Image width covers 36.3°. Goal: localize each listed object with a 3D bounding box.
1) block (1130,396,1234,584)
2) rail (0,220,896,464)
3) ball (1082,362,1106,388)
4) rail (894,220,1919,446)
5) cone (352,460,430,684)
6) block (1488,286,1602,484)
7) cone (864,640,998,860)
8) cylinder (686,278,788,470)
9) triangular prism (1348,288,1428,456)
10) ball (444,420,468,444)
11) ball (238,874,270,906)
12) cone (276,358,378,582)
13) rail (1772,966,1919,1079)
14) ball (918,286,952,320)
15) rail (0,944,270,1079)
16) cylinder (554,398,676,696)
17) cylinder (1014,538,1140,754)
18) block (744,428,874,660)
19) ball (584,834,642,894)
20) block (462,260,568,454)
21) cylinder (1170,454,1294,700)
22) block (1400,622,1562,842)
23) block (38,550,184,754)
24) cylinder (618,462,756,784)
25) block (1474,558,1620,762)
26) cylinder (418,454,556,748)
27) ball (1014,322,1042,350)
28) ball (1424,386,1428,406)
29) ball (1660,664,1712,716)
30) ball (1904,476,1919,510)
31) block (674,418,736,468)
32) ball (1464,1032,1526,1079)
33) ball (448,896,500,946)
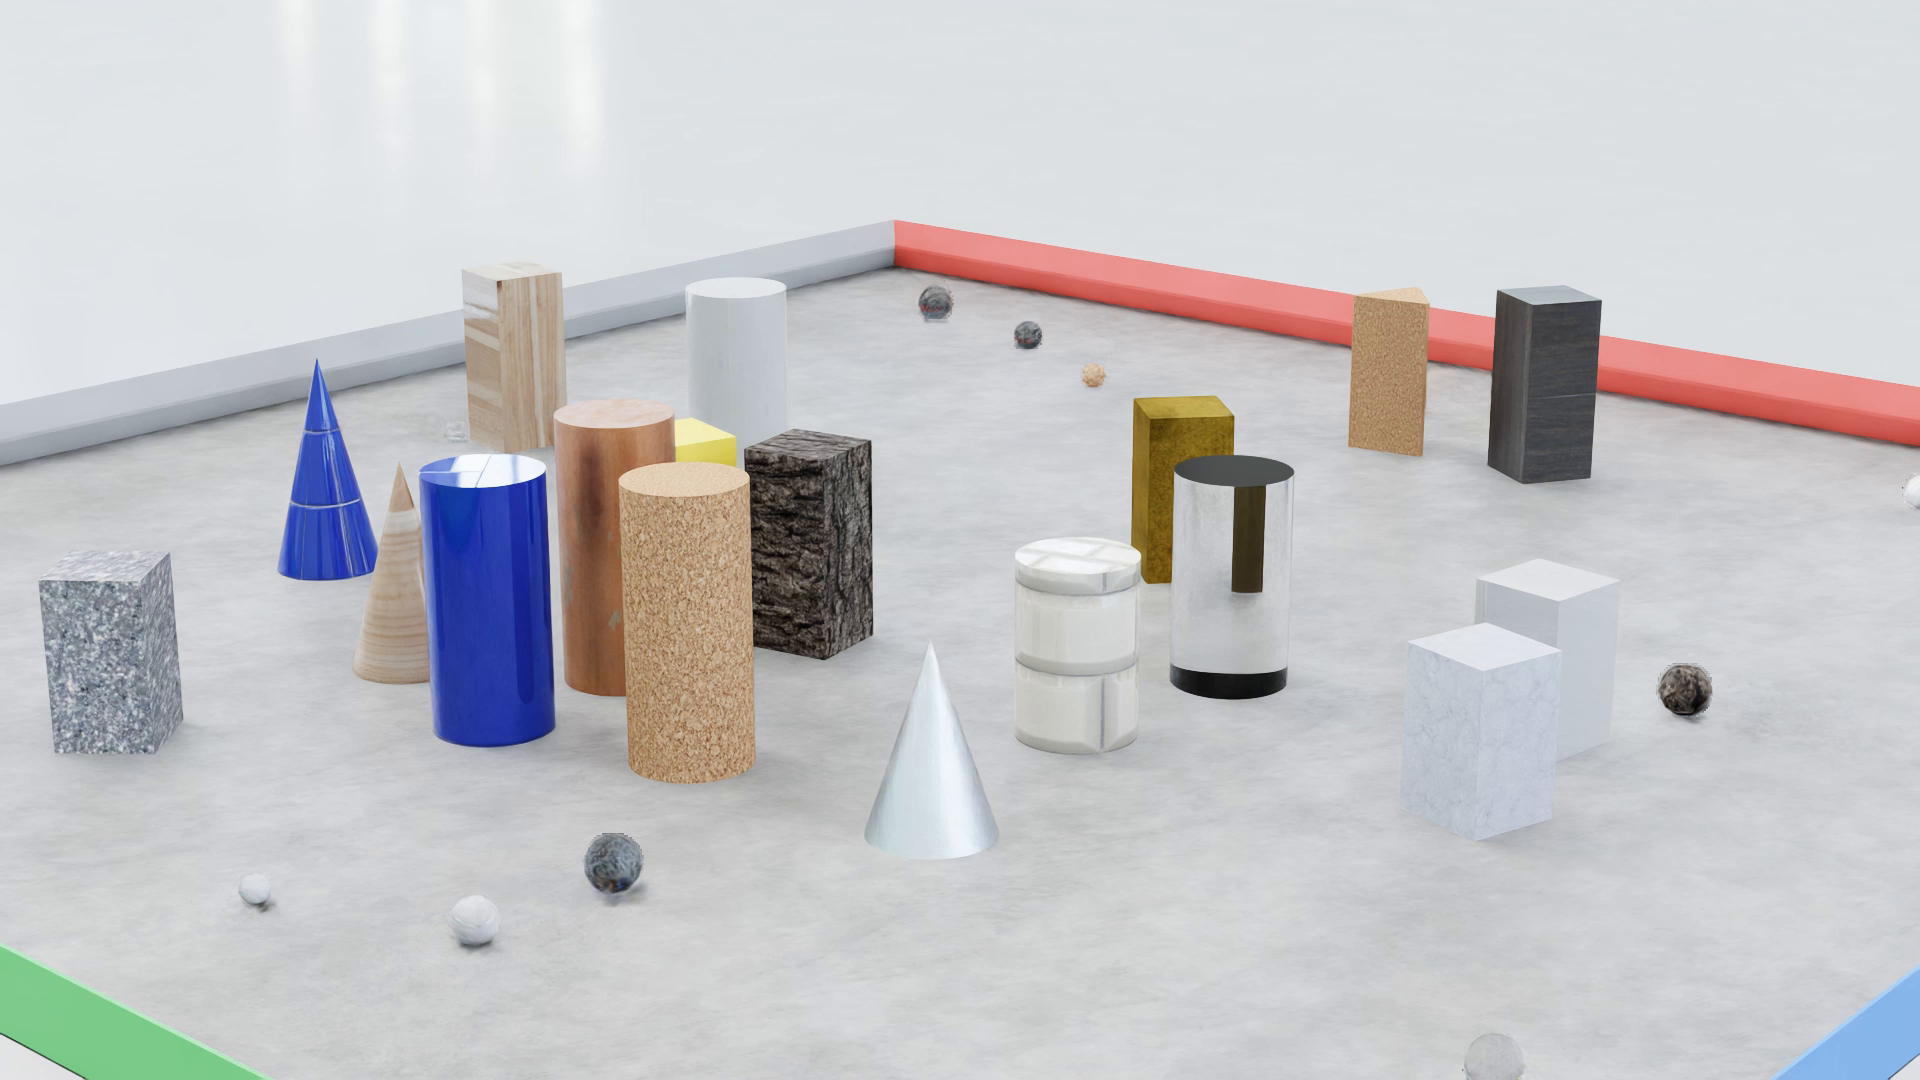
[{"bbox_3d":[0.394,-0.091,5.217,0.151,0.301,0.151,-2,17,-7],"label":"block"},{"bbox_3d":[-1.503,-0.347,6.370,0.045,0.122,4.099,14,22,39],"label":"rail"},{"bbox_3d":[0.299,-0.369,6.563,0.055,0.055,0.055,0,17,0],"label":"ball"},{"bbox_3d":[1.328,-0.412,6.585,4.028,0.122,0.045,14,22,39],"label":"rail"},{"bbox_3d":[-0.893,0.038,4.715,0.188,0.345,0.188,0,17,0],"label":"cone"},{"bbox_3d":[1.163,-0.311,5.839,0.151,0.362,0.151,-5,18,-17],"label":"block"},{"bbox_3d":[-0.040,0.272,4.045,0.188,0.285,0.188,0,17,0],"label":"cone"},{"bbox_3d":[-0.419,-0.261,5.541,0.188,0.440,0.188,0,17,0],"label":"cylinder"},{"bbox_3d":[0.910,-0.353,6.054,0.163,0.319,0.141,10,19,29],"label":"triangular prism"},{"bbox_3d":[-1.046,-0.225,6.092,0.051,0.051,0.051,0,17,0],"label":"ball"},{"bbox_3d":[-0.926,0.459,3.849,0.041,0.041,0.041,0,17,0],"label":"ball"},{"bbox_3d":[-1.135,-0.139,5.228,0.188,0.386,0.188,0,17,0],"label":"cone"},{"bbox_3d":[1.503,0.408,3.872,0.045,0.122,4.099,14,22,39],"label":"rail"},{"bbox_3d":[-0.061,-0.584,7.224,0.084,0.084,0.084,0,17,0],"label":"ball"},{"bbox_3d":[-1.328,0.473,3.657,4.028,0.122,0.045,14,22,39],"label":"rail"},{"bbox_3d":[-0.541,0.011,4.648,0.188,0.436,0.188,0,17,0],"label":"cylinder"},{"bbox_3d":[0.177,0.158,4.425,0.188,0.283,0.188,0,17,0],"label":"cylinder"},{"bbox_3d":[-0.248,0.005,4.836,0.151,0.338,0.151,9,19,29],"label":"block"},{"bbox_3d":[-0.460,0.429,3.883,0.078,0.078,0.078,0,17,0],"label":"ball"},{"bbox_3d":[-0.921,-0.380,6.071,0.151,0.361,0.151,-12,21,-35],"label":"block"},{"bbox_3d":[0.430,0.057,4.647,0.188,0.348,0.188,0,17,0],"label":"cylinder"},{"bbox_3d":[0.731,0.267,4.121,0.151,0.250,0.151,-11,20,-33],"label":"block"},{"bbox_3d":[-1.275,0.168,4.413,0.151,0.271,0.151,1,17,2],"label":"block"},{"bbox_3d":[-0.398,0.120,4.292,0.188,0.434,0.188,0,17,0],"label":"cylinder"},{"bbox_3d":[0.876,0.180,4.401,0.151,0.254,0.151,-15,22,-40],"label":"block"},{"bbox_3d":[-0.713,0.090,4.435,0.188,0.406,0.188,0,17,0],"label":"cylinder"},{"bbox_3d":[0.161,-0.483,6.918,0.067,0.067,0.067,0,17,0],"label":"ball"},{"bbox_3d":[0.957,-0.308,6.296,0.092,0.092,0.092,0,17,0],"label":"ball"},{"bbox_3d":[1.121,0.232,4.532,0.080,0.080,0.080,0,17,0],"label":"ball"},{"bbox_3d":[1.846,-0.091,5.618,0.069,0.069,0.069,0,17,0],"label":"ball"},{"bbox_3d":[-0.475,-0.018,4.922,0.151,0.332,0.151,-11,20,-32],"label":"block"},{"bbox_3d":[0.609,0.597,3.340,0.070,0.070,0.070,0,17,0],"label":"ball"},{"bbox_3d":[-0.617,0.484,3.727,0.064,0.064,0.064,0,17,0],"label":"ball"}]
